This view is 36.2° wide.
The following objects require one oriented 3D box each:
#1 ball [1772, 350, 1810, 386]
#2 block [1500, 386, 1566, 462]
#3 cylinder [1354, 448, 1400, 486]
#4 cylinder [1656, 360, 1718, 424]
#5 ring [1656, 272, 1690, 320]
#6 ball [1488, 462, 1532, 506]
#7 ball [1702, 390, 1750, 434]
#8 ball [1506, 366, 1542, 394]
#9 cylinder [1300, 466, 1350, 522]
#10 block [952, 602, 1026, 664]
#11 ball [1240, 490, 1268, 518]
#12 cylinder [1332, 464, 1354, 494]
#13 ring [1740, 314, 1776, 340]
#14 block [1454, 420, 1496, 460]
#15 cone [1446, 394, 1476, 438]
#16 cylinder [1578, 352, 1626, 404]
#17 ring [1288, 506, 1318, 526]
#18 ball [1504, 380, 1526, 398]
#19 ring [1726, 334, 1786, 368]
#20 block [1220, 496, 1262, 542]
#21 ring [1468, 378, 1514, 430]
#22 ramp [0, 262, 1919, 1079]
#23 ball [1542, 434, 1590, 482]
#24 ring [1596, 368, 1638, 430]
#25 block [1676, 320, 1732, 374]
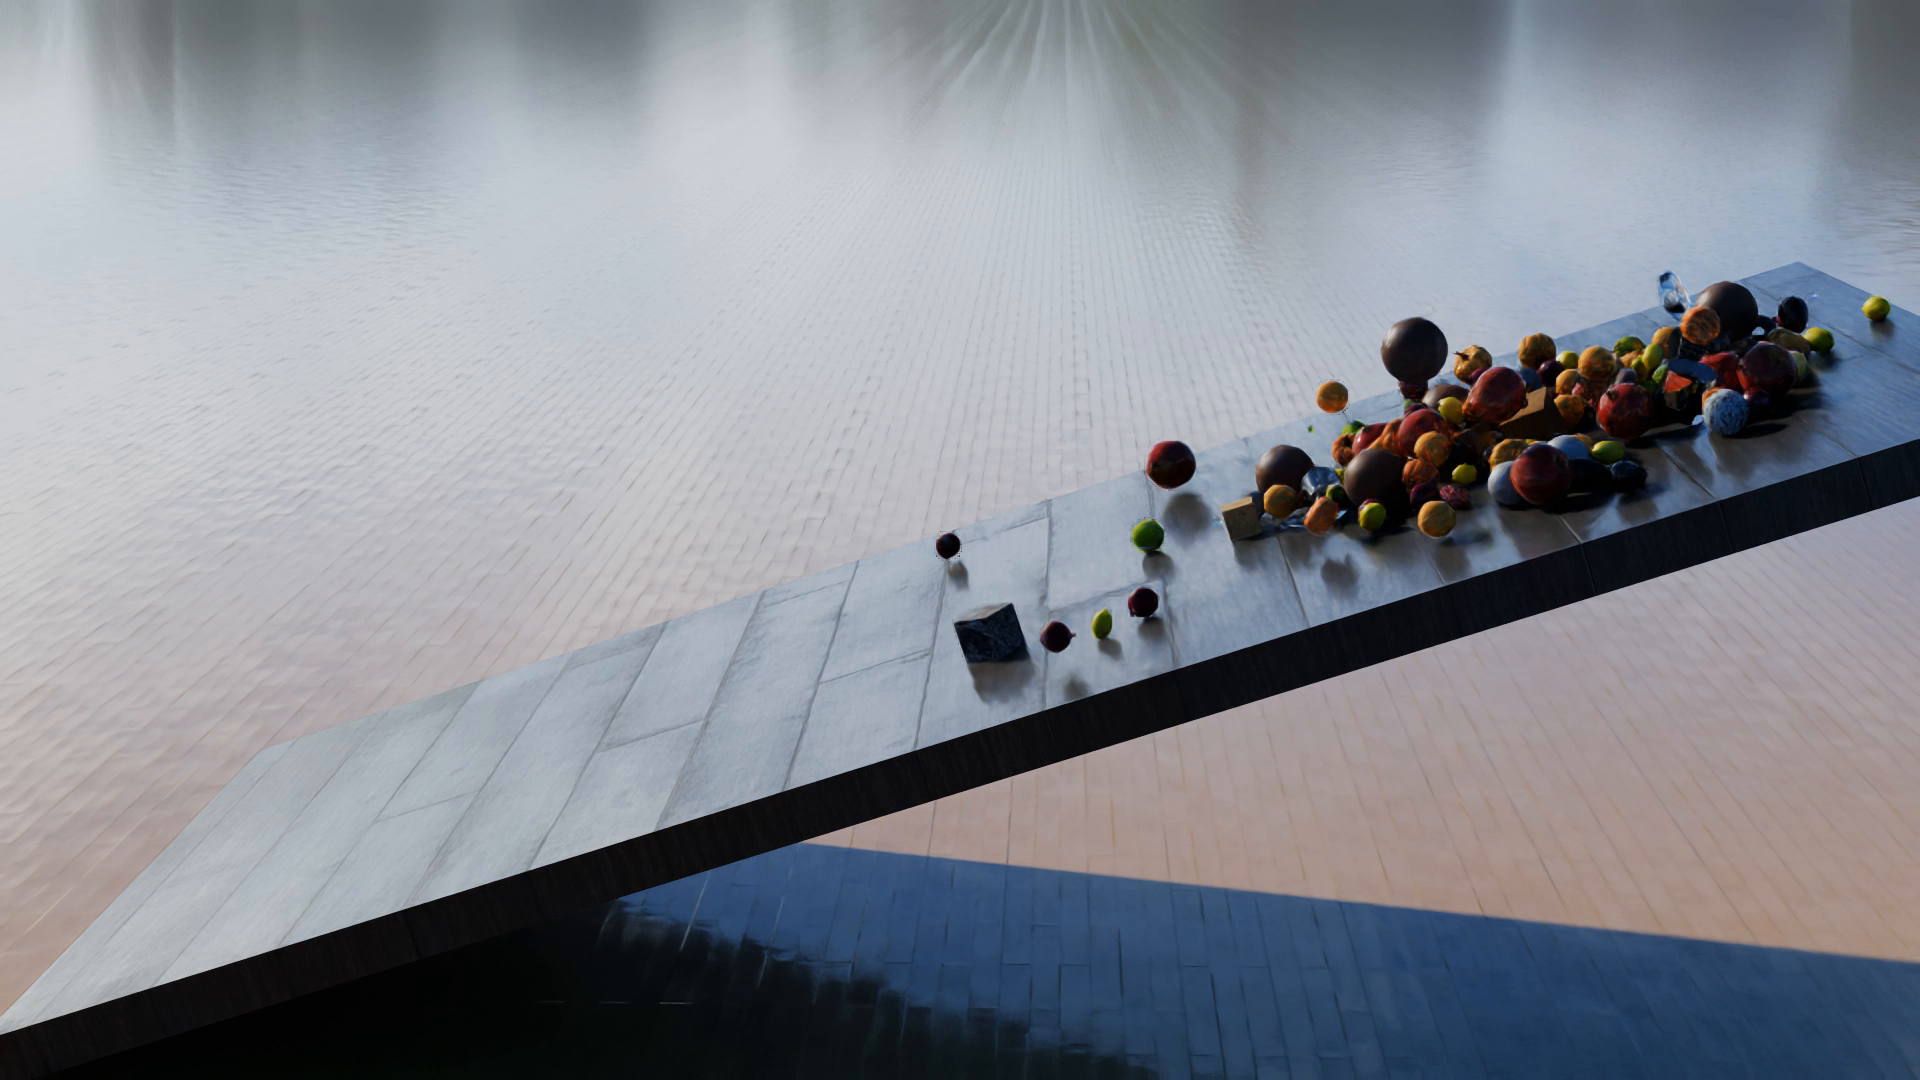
[{"bbox_3d":[1.652,-0.341,5.845,0.070,0.070,0.070,0,12,0],"label":"ball"},{"bbox_3d":[1.165,-0.235,5.980,0.096,0.096,0.096,-21,24,26],"label":"block"},{"bbox_3d":[0.859,-0.149,6.055,0.068,0.068,0.068,13,17,37],"label":"cylinder"},{"bbox_3d":[1.433,-0.292,5.802,0.096,0.096,0.096,7,30,-4],"label":"cylinder"},{"bbox_3d":[1.624,-0.556,6.694,0.039,0.118,0.118,-25,-1,28],"label":"ring"},{"bbox_3d":[1.056,-0.108,5.643,0.085,0.085,0.085,0,12,0],"label":"ball"},{"bbox_3d":[1.466,-0.245,5.628,0.088,0.088,0.088,0,12,0],"label":"ball"},{"bbox_3d":[1.246,-0.341,6.504,0.083,0.083,0.083,0,12,0],"label":"ball"},{"bbox_3d":[0.749,-0.095,6.039,0.085,0.085,0.085,-1,27,-5],"label":"cylinder"},{"bbox_3d":[0.058,0.185,5.855,0.088,0.088,0.088,-9,14,43],"label":"block"},{"bbox_3d":[0.627,-0.076,6.276,0.062,0.062,0.062,0,12,0],"label":"ball"},{"bbox_3d":[0.780,-0.115,6.164,0.069,0.069,0.069,-28,14,-1],"label":"cylinder"},{"bbox_3d":[1.694,-0.440,6.241,0.078,0.078,0.026,1,22,2],"label":"ring"},{"bbox_3d":[1.080,-0.208,6.165,0.054,0.054,0.054,-27,3,42],"label":"block"},{"bbox_3d":[1.094,-0.282,6.446,0.090,0.090,0.090,-18,11,3],"label":"cone"},{"bbox_3d":[1.349,-0.339,6.154,0.082,0.082,0.082,-22,3,23],"label":"cylinder"},{"bbox_3d":[0.715,-0.049,6.086,0.080,0.027,0.080,-17,11,3],"label":"ring"},{"bbox_3d":[1.200,-0.311,6.445,0.078,0.078,0.078,0,12,0],"label":"ball"},{"bbox_3d":[1.668,-0.397,6.178,0.131,0.044,0.131,-18,12,4],"label":"ring"},{"bbox_3d":[0.589,-0.044,6.163,0.067,0.067,0.067,-17,11,7],"label":"block"},{"bbox_3d":[1.117,-0.287,6.189,0.112,0.112,0.037,11,17,42],"label":"ring"},{"bbox_3d":[0.104,0.182,6.308,4.000,0.100,2.000,-18,11,6],"label":"ramp"},{"bbox_3d":[1.171,-0.158,5.685,0.090,0.090,0.090,0,12,0],"label":"ball"},{"bbox_3d":[1.341,-0.288,6.001,0.046,0.137,0.137,25,15,5],"label":"ring"},{"bbox_3d":[1.518,-0.392,6.005,0.092,0.092,0.092,12,4,11],"label":"block"}]
